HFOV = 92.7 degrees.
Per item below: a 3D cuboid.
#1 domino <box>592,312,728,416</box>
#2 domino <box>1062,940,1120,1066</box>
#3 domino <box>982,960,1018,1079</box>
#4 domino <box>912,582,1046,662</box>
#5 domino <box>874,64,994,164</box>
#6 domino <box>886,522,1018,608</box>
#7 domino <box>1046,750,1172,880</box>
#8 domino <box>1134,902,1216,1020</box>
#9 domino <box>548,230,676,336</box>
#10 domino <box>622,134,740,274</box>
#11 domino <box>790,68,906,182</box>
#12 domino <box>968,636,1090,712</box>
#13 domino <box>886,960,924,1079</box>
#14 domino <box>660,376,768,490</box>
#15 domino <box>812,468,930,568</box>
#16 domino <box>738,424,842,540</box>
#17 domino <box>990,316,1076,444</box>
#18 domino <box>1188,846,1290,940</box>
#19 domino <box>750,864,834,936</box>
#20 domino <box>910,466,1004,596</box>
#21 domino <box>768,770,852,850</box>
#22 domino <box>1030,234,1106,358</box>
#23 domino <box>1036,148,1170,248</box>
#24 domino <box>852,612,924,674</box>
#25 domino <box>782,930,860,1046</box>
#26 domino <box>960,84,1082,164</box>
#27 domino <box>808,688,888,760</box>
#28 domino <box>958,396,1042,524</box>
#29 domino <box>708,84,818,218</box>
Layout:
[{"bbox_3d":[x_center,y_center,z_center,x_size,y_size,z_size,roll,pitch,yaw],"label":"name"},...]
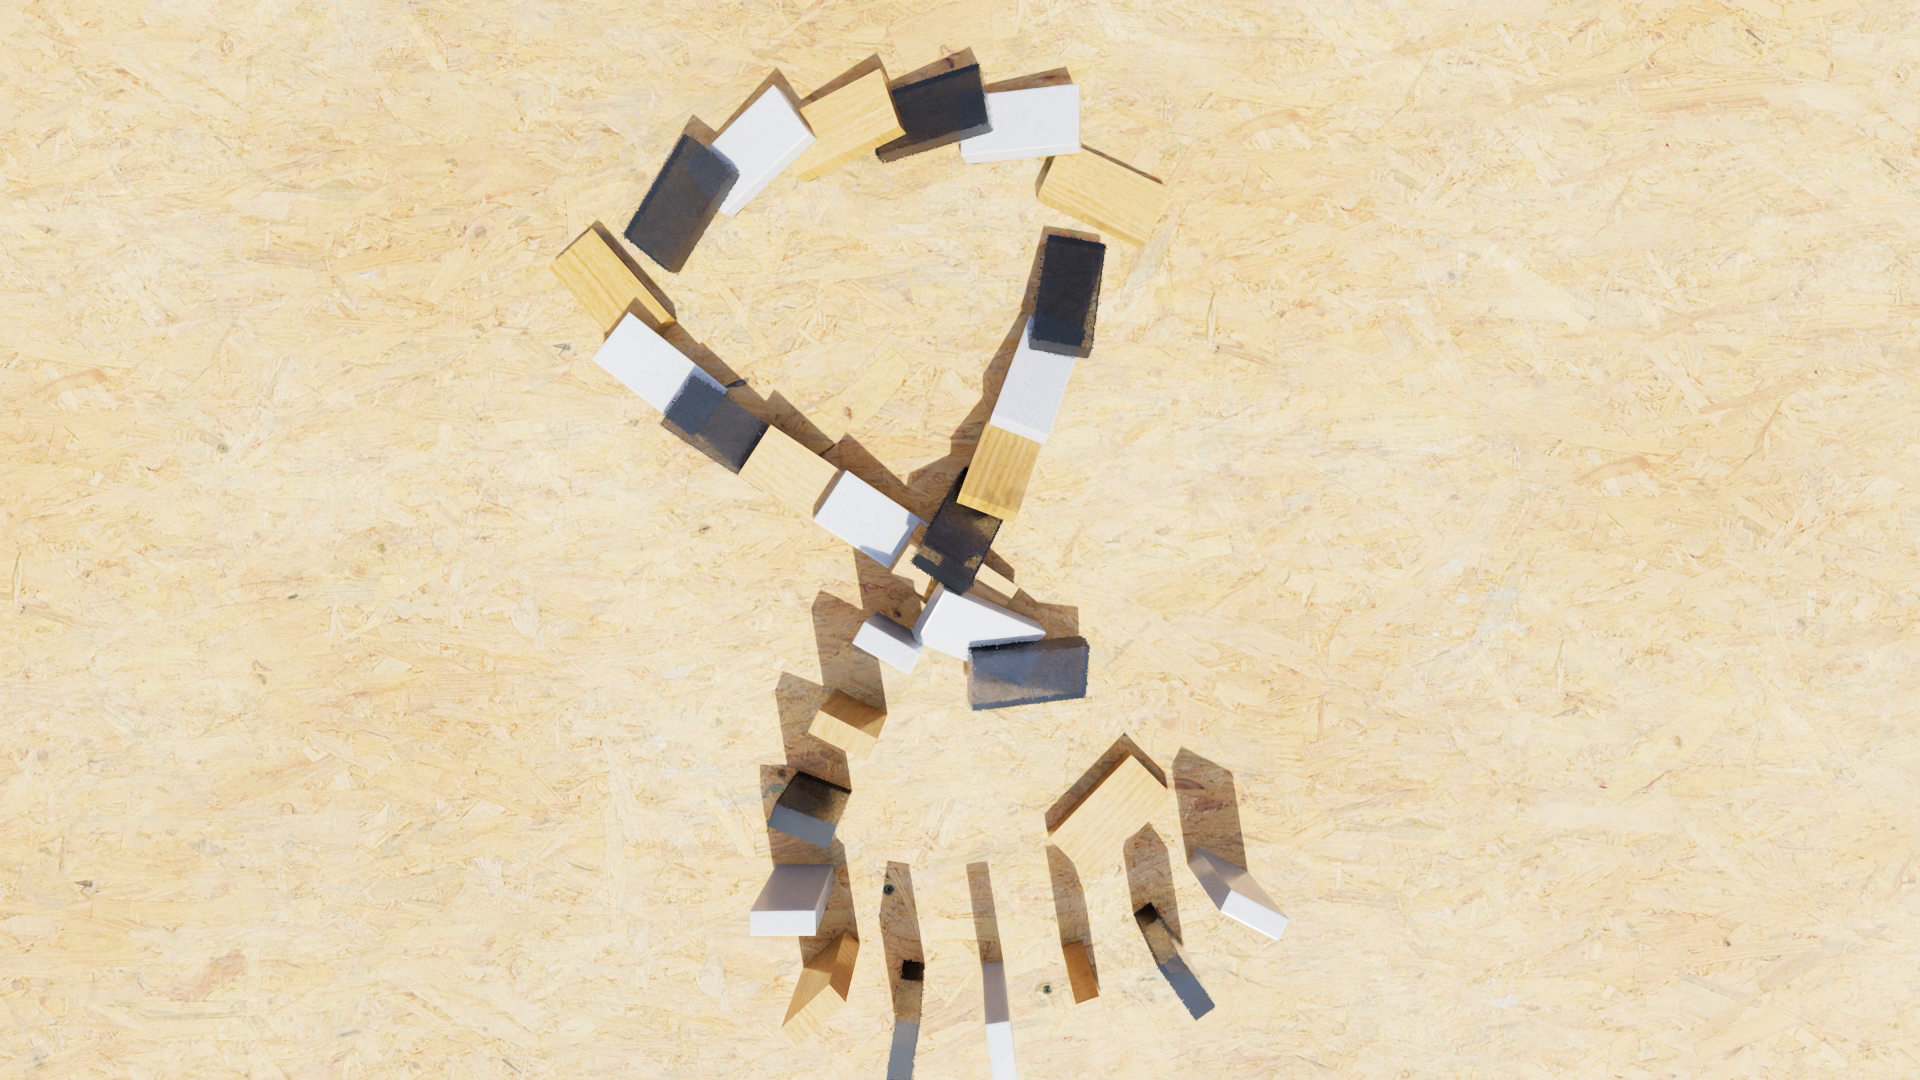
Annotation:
[{"bbox_3d":[-0.127,-0.070,0.389,0.050,0.009,0.025,39,90,-14],"label":"domino"},{"bbox_3d":[0.053,0.188,0.375,0.010,0.050,0.025,-19,90,0],"label":"domino"},{"bbox_3d":[0.016,0.197,0.375,0.010,0.050,0.025,-8,90,0],"label":"domino"},{"bbox_3d":[0.008,0.038,0.384,0.050,0.010,0.025,24,104,-22],"label":"domino"},{"bbox_3d":[-0.013,-0.181,0.389,0.050,0.010,0.025,-10,90,15],"label":"domino"},{"bbox_3d":[-0.003,0.017,0.389,0.050,0.010,0.025,33,90,-14],"label":"domino"},{"bbox_3d":[0.064,0.118,0.395,0.025,0.009,0.050,45,90,0],"label":"domino"},{"bbox_3d":[0.087,0.171,0.375,0.010,0.050,0.025,-35,90,0],"label":"domino"},{"bbox_3d":[-0.150,-0.106,0.395,0.025,0.010,0.050,-42,90,0],"label":"domino"},{"bbox_3d":[-0.118,-0.142,0.389,0.025,0.009,0.050,39,104,2],"label":"domino"},{"bbox_3d":[-0.051,-0.175,0.389,0.050,0.009,0.025,-19,90,15],"label":"domino"},{"bbox_3d":[0.029,0.056,0.386,0.050,0.009,0.025,-5,113,-12],"label":"domino"},{"bbox_3d":[-0.022,0.197,0.375,0.009,0.050,0.025,9,90,0],"label":"domino"},{"bbox_3d":[-0.098,-0.045,0.389,0.050,0.009,0.025,34,90,-15],"label":"domino"},{"bbox_3d":[-0.035,-0.006,0.389,0.050,0.010,0.025,34,90,-15],"label":"domino"},{"bbox_3d":[-0.066,-0.024,0.389,0.050,0.009,0.025,33,90,-15],"label":"domino"},{"bbox_3d":[0.033,-0.068,0.388,0.025,0.009,0.050,21,73,0],"label":"domino"},{"bbox_3d":[0.113,0.143,0.375,0.025,0.050,0.010,27,90,0],"label":"domino"},{"bbox_3d":[-0.068,0.146,0.375,0.025,0.050,0.010,0,90,0],"label":"domino"},{"bbox_3d":[0.001,-0.004,0.380,0.025,0.009,0.050,33,55,-8],"label":"domino"},{"bbox_3d":[-0.060,0.109,0.375,0.025,0.050,0.009,21,90,0],"label":"domino"},{"bbox_3d":[0.046,-0.103,0.389,0.025,0.010,0.050,9,74,0],"label":"domino"},{"bbox_3d":[0.062,-0.149,0.395,0.050,0.010,0.025,25,90,0],"label":"domino"},{"bbox_3d":[-0.028,0.041,0.375,0.025,0.050,0.009,29,90,0],"label":"domino"},{"bbox_3d":[-0.056,0.182,0.375,0.025,0.050,0.009,-42,90,0],"label":"domino"},{"bbox_3d":[0.026,-0.177,0.389,0.050,0.009,0.025,0,90,14],"label":"domino"},{"bbox_3d":[-0.045,0.075,0.375,0.025,0.050,0.010,27,90,0],"label":"domino"},{"bbox_3d":[0.019,-0.034,0.385,0.025,0.009,0.050,20,65,0],"label":"domino"},{"bbox_3d":[-0.088,-0.164,0.389,0.050,0.009,0.025,-36,90,15],"label":"domino"}]
